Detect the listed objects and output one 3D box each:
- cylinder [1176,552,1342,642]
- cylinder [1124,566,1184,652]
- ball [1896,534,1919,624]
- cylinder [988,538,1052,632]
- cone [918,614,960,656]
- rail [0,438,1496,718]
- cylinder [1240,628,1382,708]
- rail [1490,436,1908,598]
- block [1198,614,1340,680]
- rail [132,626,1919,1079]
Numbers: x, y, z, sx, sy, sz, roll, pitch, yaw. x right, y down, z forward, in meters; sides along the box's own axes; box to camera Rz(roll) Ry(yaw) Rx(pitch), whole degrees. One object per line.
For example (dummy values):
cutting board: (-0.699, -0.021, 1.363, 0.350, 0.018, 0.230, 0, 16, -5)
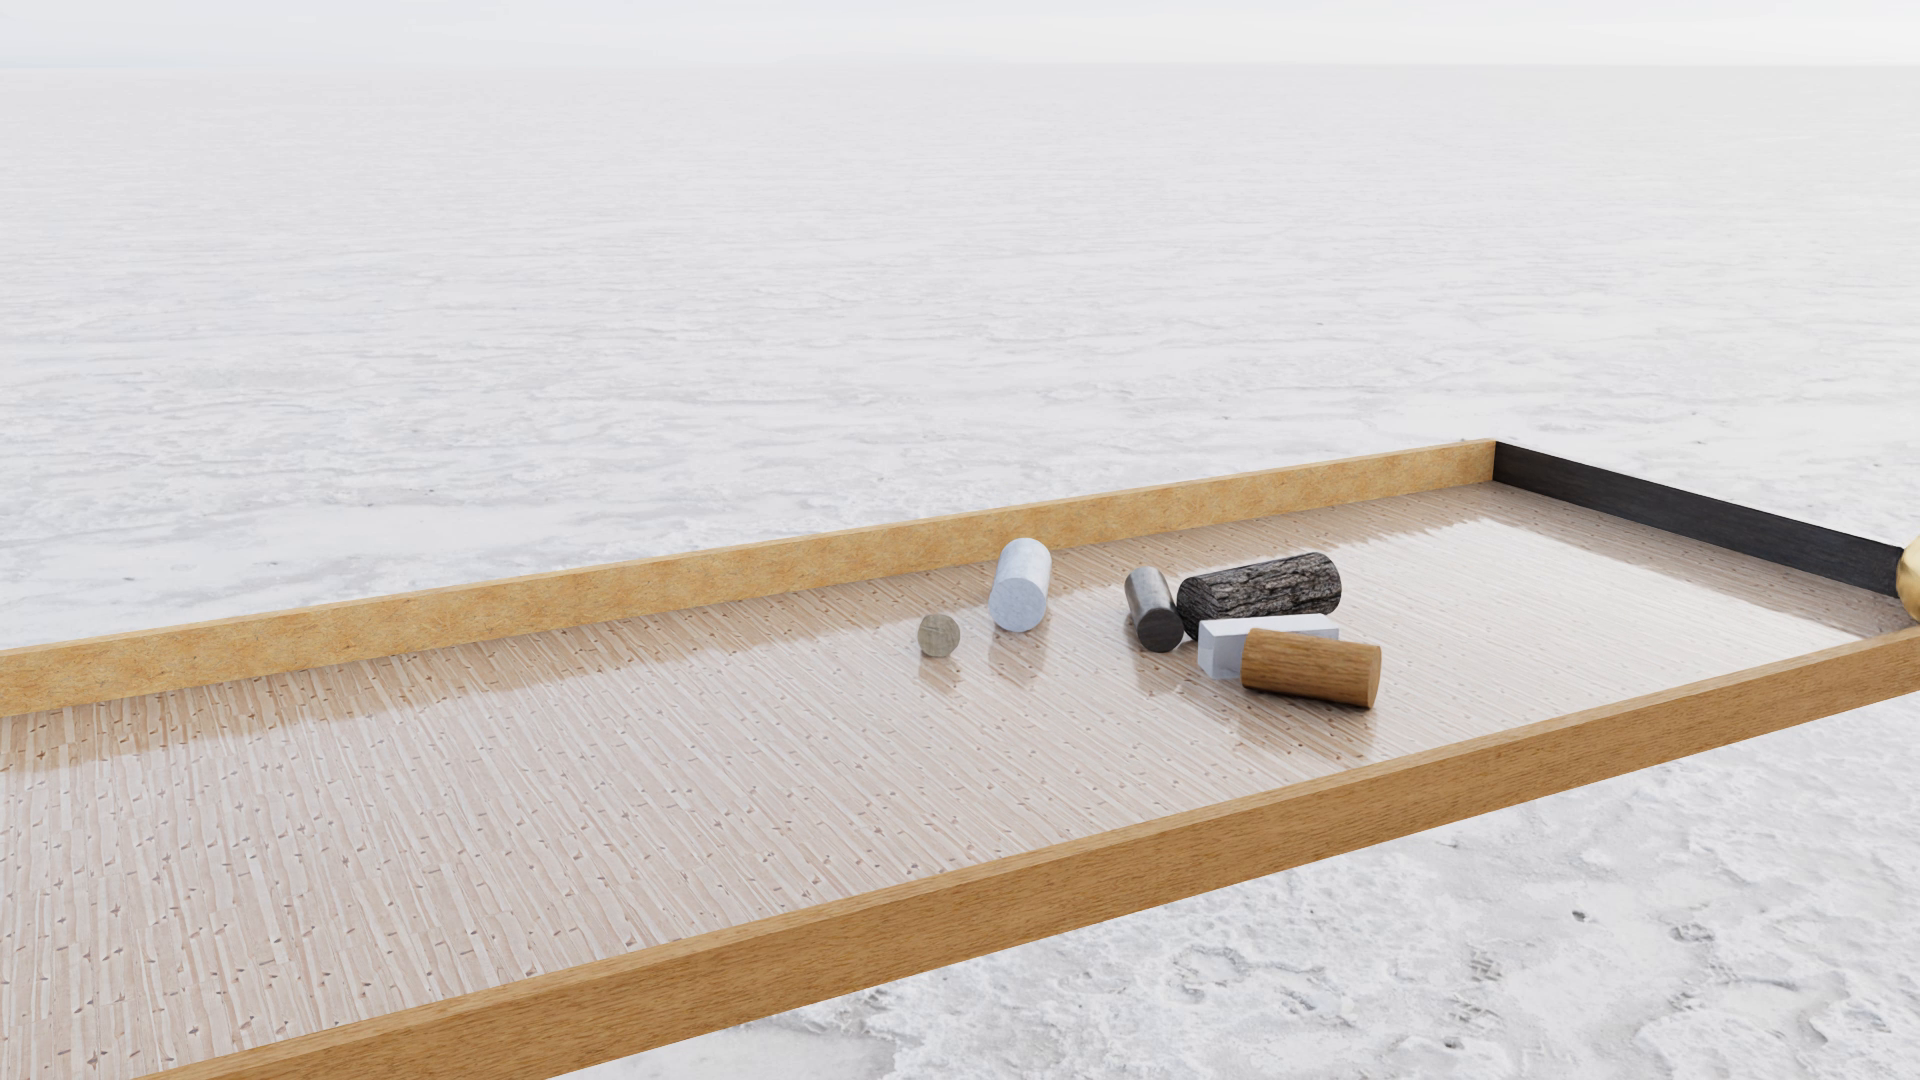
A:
cylinder: (0.819, 0.154, 4.510, 0.436, 0.180, 0.180, -10, 19, -30)
cylinder: (0.527, 0.186, 4.506, 0.122, 0.122, 0.376, 0, 16, 0)
ball: (2.695, 0.107, 4.431, 0.316, 0.316, 0.316, 0, 16, 0)
cylinder: (0.174, 0.122, 4.663, 0.156, 0.156, 0.384, 2, 16, 5)
cone: (-0.076, 0.230, 4.472, 0.113, 0.113, 0.336, -2, 7, -7)
rail: (-3.305, 0.497, 3.399, 12.000, 0.150, 0.050, -9, 18, -27)
cylinder: (0.858, 0.311, 4.028, 0.309, 0.152, 0.152, 8, 18, 24)
rail: (2.466, -0.048, 5.253, 0.050, 0.150, 2.100, -9, 18, -27)
block: (0.788, 0.271, 4.225, 0.332, 0.117, 0.117, -3, 17, -10)
rail: (-2.336, 1.006, 1.665, 12.000, 0.150, 0.050, -9, 18, -27)
